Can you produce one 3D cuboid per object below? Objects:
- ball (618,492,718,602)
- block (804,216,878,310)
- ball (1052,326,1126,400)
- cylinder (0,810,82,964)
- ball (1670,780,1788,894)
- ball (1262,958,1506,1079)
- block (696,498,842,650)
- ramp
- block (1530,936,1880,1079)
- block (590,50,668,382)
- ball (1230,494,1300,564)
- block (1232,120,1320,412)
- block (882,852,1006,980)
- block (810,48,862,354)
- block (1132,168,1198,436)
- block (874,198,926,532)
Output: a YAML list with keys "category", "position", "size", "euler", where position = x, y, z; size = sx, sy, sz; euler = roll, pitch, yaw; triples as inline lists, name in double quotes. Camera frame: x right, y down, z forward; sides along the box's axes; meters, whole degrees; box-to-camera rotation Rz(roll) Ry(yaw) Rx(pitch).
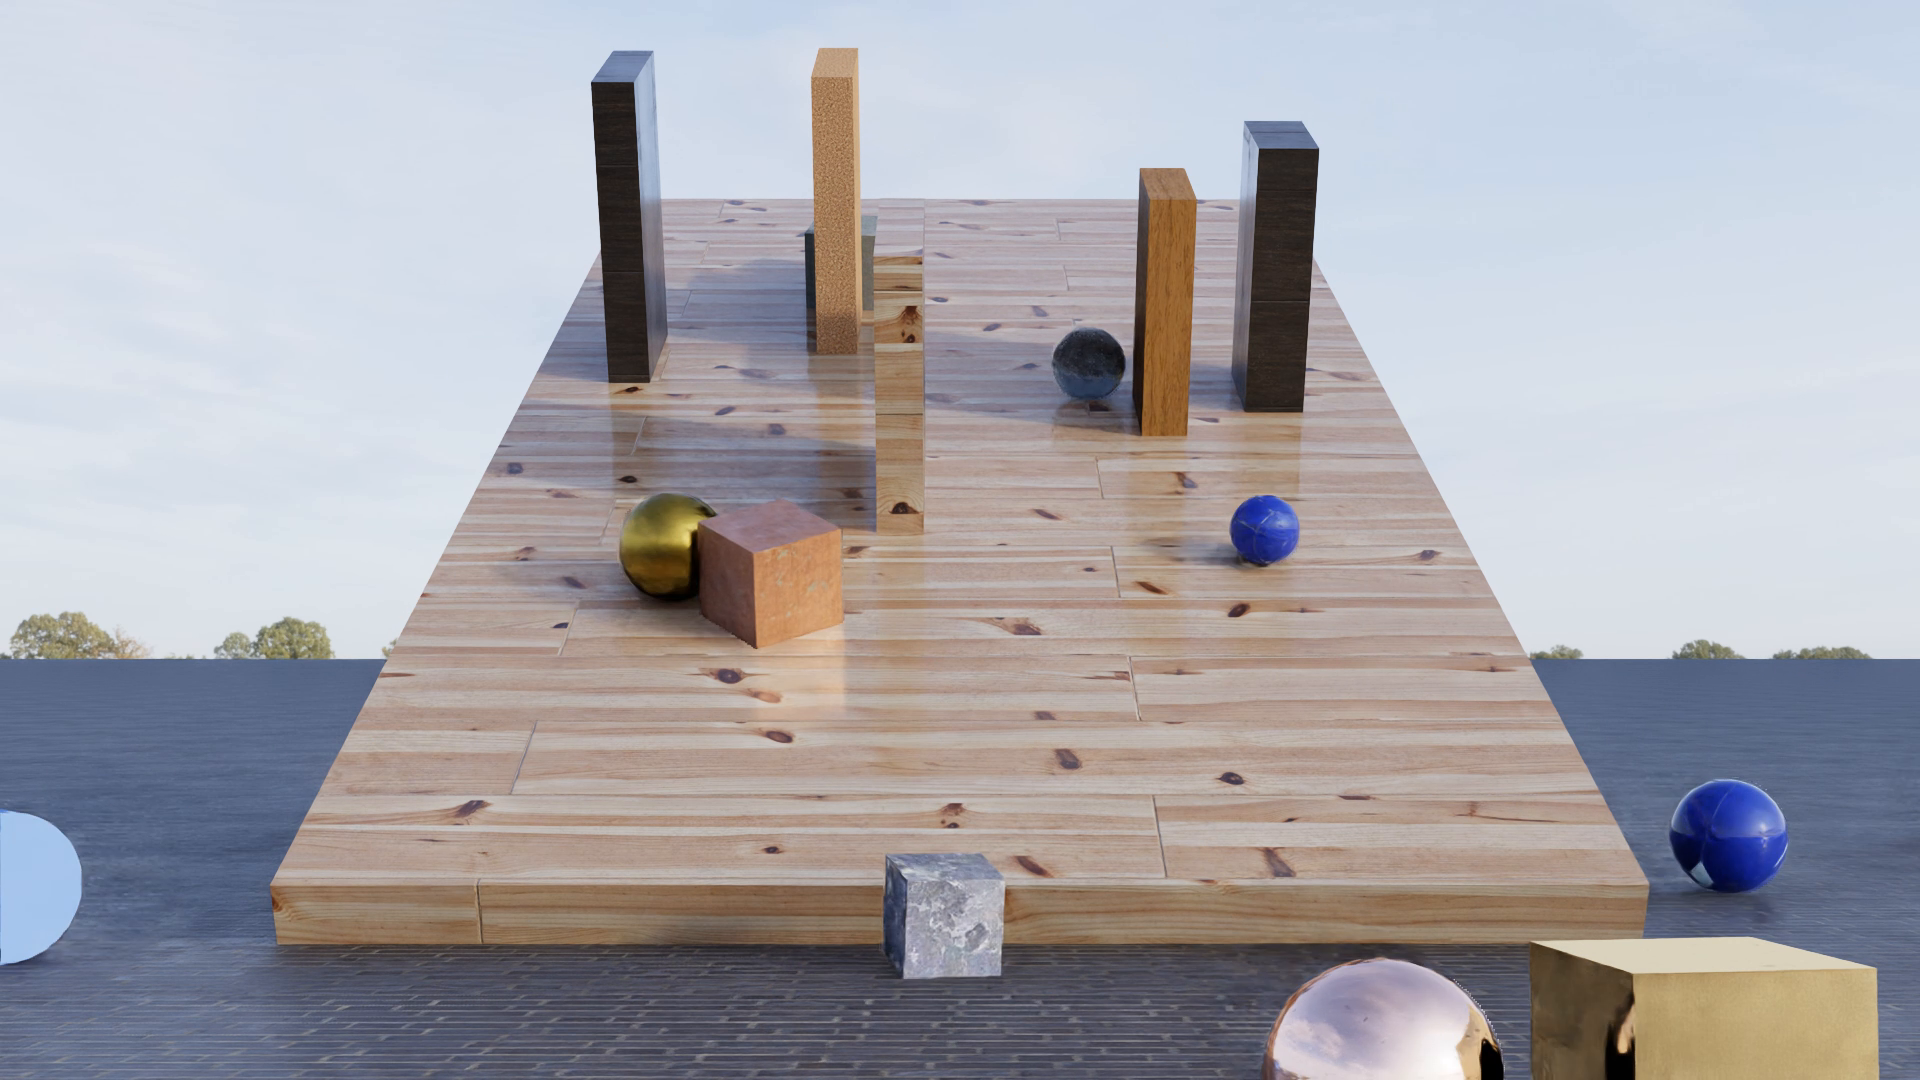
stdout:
- category: "ball"
  position: [-0.528, 0.012, 4.247]
  size: [0.201, 0.201, 0.201]
  euler: [0, -3, 0]
- category: "block"
  position: [-0.287, -0.726, 6.021]
  size: [0.199, 0.199, 0.199]
  euler: [3, 23, 7]
- category: "ball"
  position: [0.295, -0.405, 5.294]
  size: [0.168, 0.168, 0.168]
  euler: [0, -3, 0]
- category: "cylinder"
  position: [-1.375, 0.481, 3.241]
  size: [0.208, 0.208, 0.208]
  euler: [2, -4, -40]
- category: "ball"
  position: [1.369, 0.527, 4.107]
  size: [0.201, 0.201, 0.201]
  euler: [0, -3, 0]
- category: "ball"
  position: [0.331, 0.422, 1.804]
  size: [0.187, 0.187, 0.187]
  euler: [0, -3, 0]
- category: "block"
  position: [-0.342, 0.059, 4.158]
  size: [0.185, 0.185, 0.185]
  euler: [-17, 28, -35]
- category: "ramp"
  position: [-0.007, -0.224, 5.207]
  size: [2.000, 0.100, 4.000]
  euler: [0, 23, 0]
- category: "block"
  position: [0.574, 0.419, 1.796]
  size: [0.192, 0.192, 0.192]
  euler: [0, -3, -9]
- category: "block"
  position: [-0.777, -0.768, 5.457]
  size: [0.097, 0.708, 0.374]
  euler: [0, 23, 0]
- category: "ball"
  position: [0.584, -0.020, 4.417]
  size: [0.134, 0.134, 0.134]
  euler: [0, -3, 0]
- category: "block"
  position: [0.713, -0.623, 5.248]
  size: [0.132, 0.607, 0.275]
  euler: [0, 23, 0]
- category: "block"
  position: [-0.023, 0.501, 3.088]
  size: [0.132, 0.132, 0.132]
  euler: [1, 8, -15]
- category: "block"
  position: [-0.300, -0.836, 5.665]
  size: [0.097, 0.675, 0.365]
  euler: [0, 23, 0]
- category: "block"
  position: [0.451, -0.530, 5.120]
  size: [0.101, 0.533, 0.284]
  euler: [0, 23, 0]
- category: "block"
  position: [-0.119, -0.361, 4.671]
  size: [0.093, 0.565, 0.444]
  euler: [0, 23, 0]
